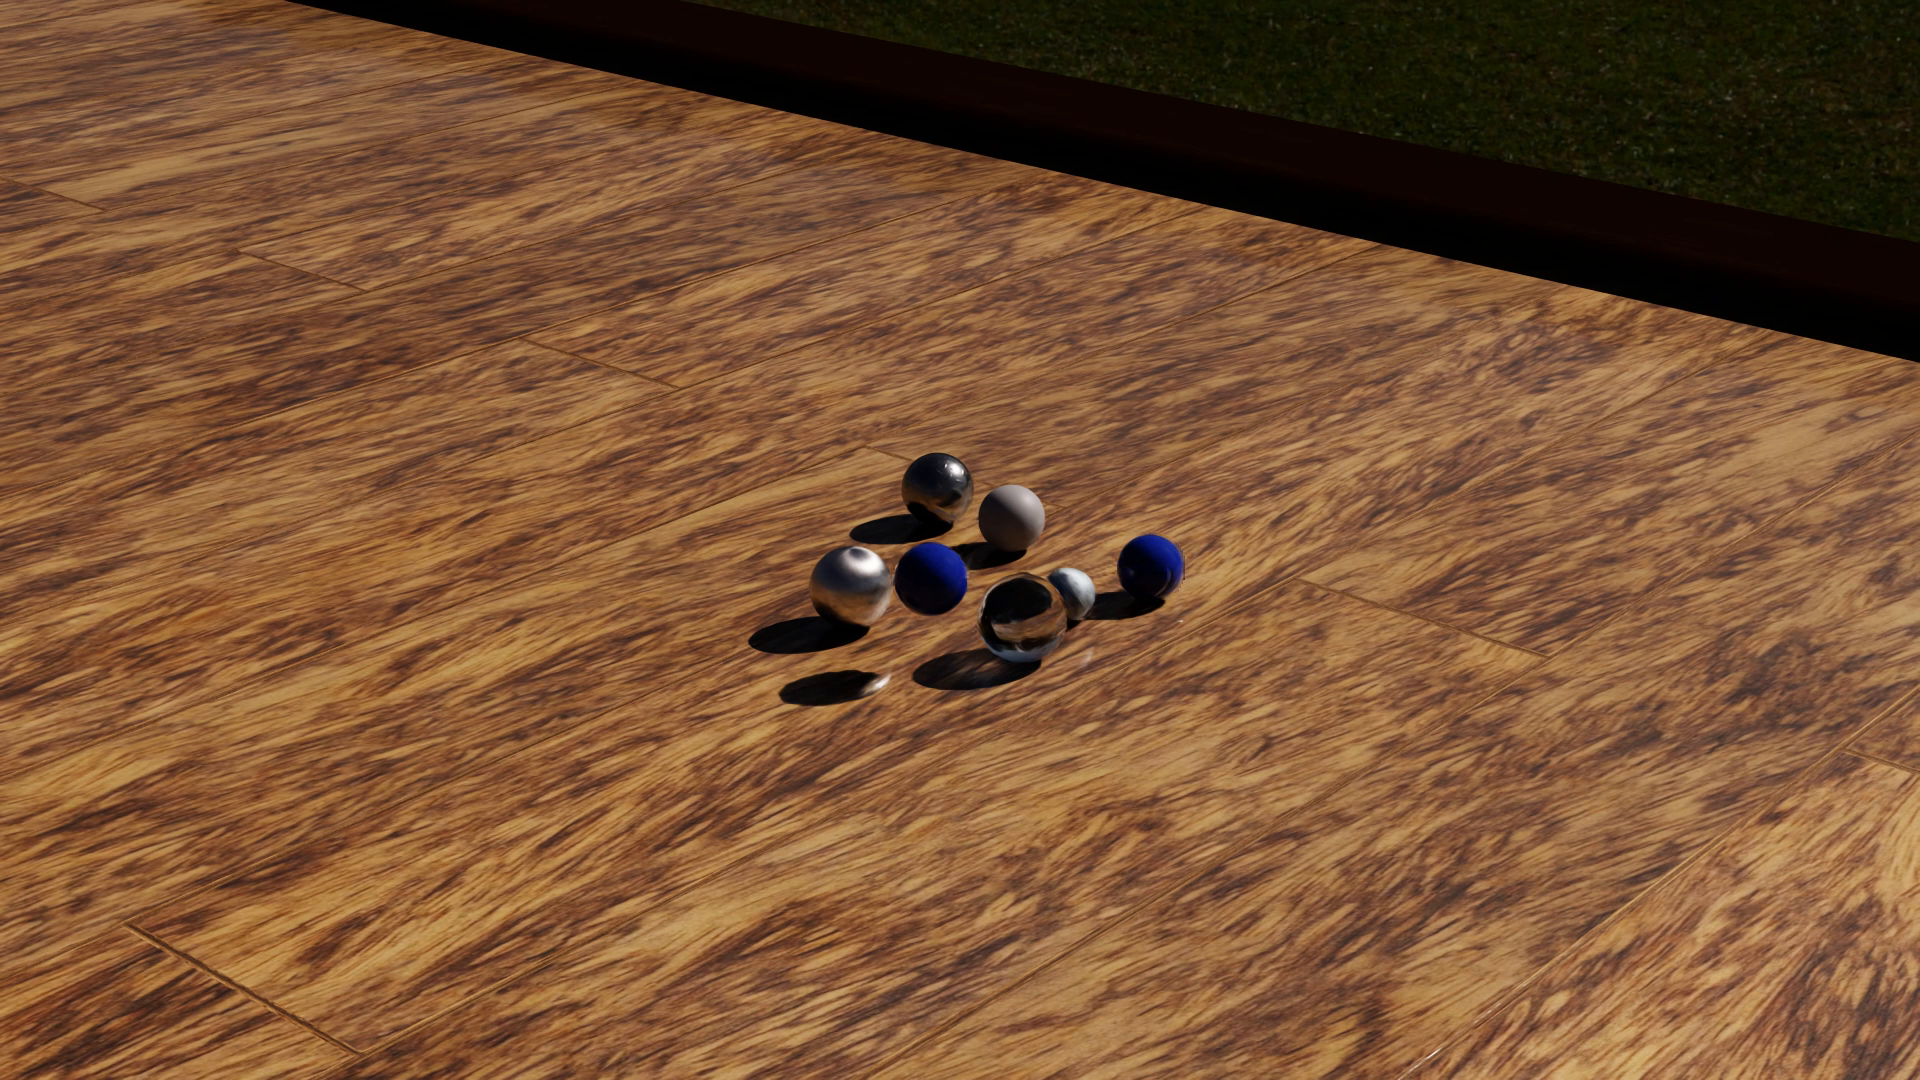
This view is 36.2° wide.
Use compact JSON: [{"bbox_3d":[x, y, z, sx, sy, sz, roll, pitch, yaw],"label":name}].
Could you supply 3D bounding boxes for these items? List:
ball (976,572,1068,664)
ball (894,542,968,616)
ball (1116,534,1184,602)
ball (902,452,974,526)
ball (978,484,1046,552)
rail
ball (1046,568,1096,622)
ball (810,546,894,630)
[{"bbox_3d":[0.050,0.062,2.349,0.073,0.073,0.073,0,22,0],"label":"ball"},{"bbox_3d":[-0.023,0.031,2.319,0.059,0.059,0.059,0,22,0],"label":"ball"},{"bbox_3d":[0.159,0.023,2.465,0.056,0.056,0.056,0,22,0],"label":"ball"},{"bbox_3d":[-0.020,-0.046,2.624,0.065,0.065,0.065,0,22,0],"label":"ball"},{"bbox_3d":[0.045,-0.019,2.566,0.059,0.059,0.059,0,22,0],"label":"ball"},{"bbox_3d":[-0.070,-0.616,3.979,4.369,0.094,0.045,18,28,37],"label":"rail"},{"bbox_3d":[0.089,0.045,2.429,0.044,0.044,0.044,0,22,0],"label":"ball"},{"bbox_3d":[-0.089,0.039,2.411,0.069,0.069,0.069,0,22,0],"label":"ball"}]
